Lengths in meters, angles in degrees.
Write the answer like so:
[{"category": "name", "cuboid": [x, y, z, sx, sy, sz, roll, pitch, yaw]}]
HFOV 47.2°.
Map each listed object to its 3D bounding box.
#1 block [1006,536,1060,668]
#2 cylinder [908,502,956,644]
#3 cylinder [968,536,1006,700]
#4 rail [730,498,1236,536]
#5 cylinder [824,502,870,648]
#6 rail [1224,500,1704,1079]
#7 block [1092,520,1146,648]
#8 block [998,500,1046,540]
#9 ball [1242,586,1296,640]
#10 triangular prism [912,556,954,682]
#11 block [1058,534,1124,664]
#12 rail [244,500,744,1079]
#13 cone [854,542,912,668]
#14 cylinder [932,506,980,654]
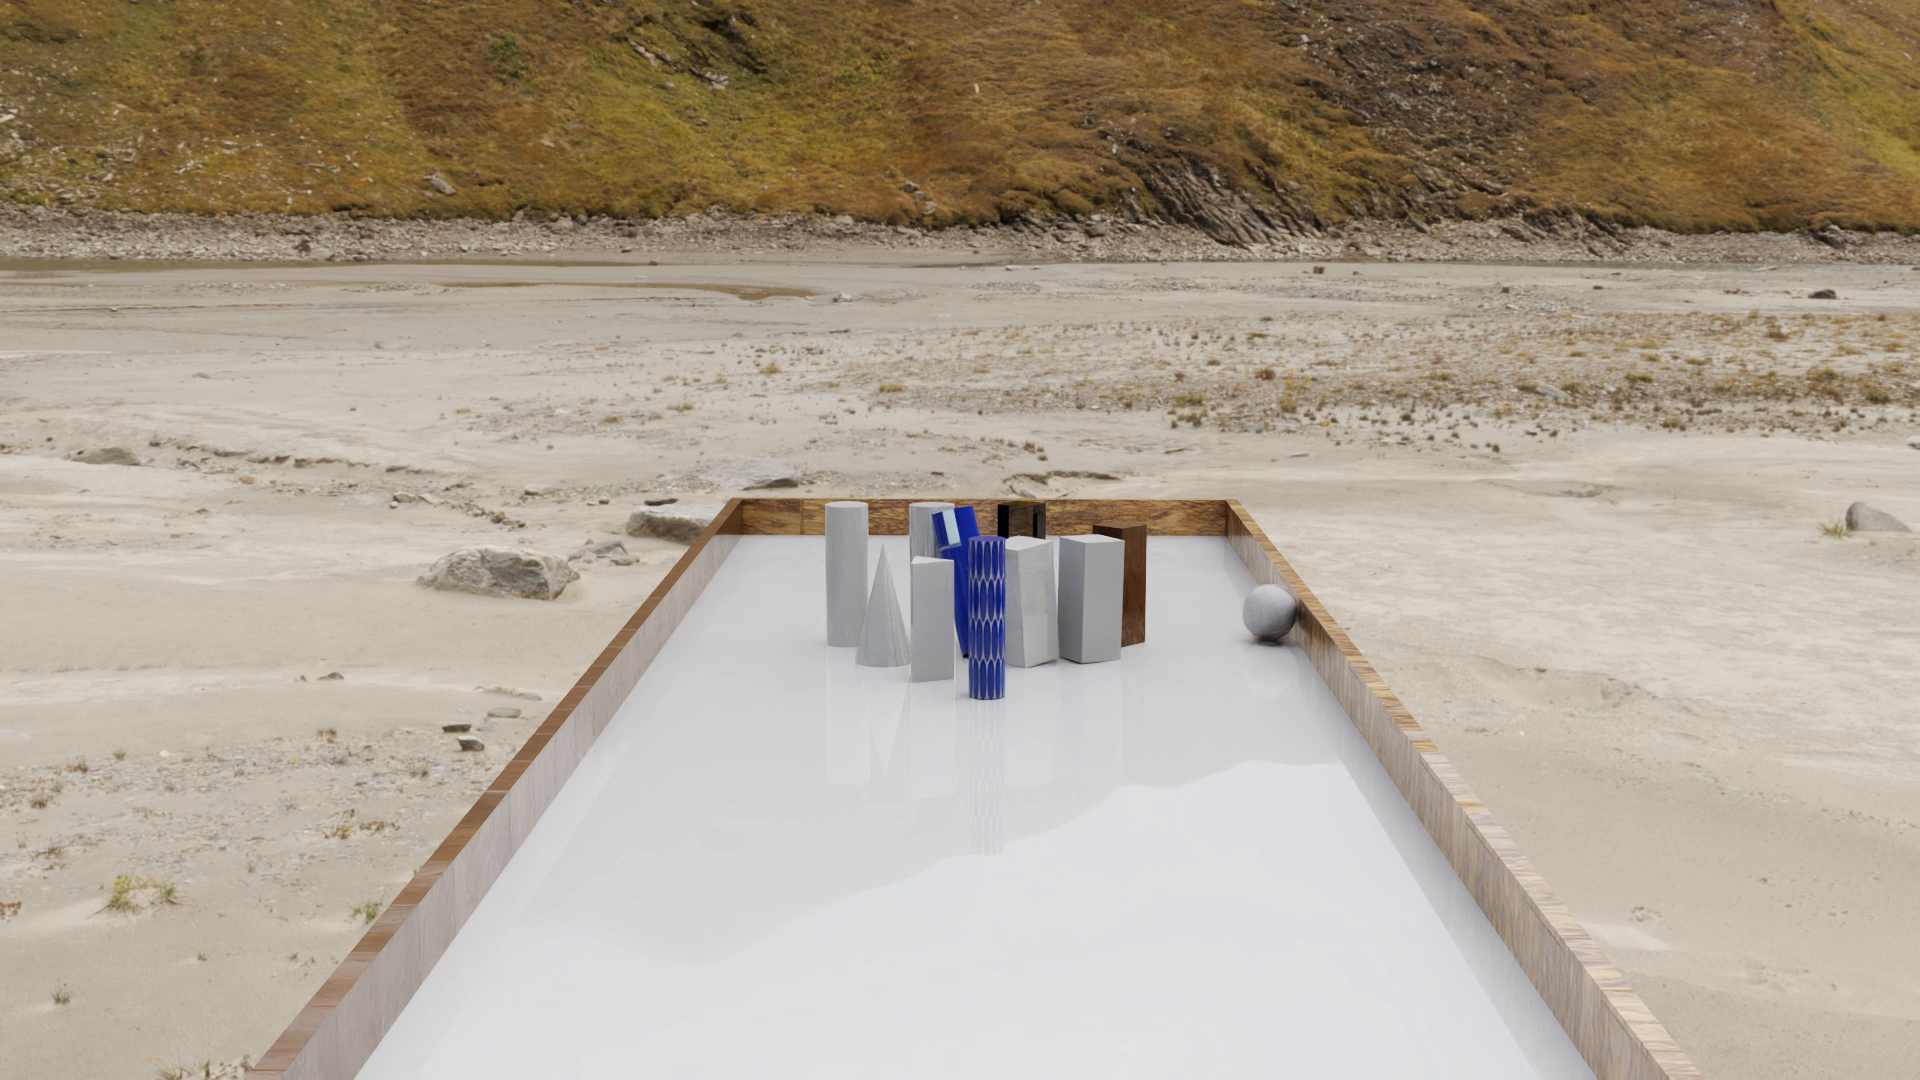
[{"category": "block", "cuboid": [0.187, 0.186, 6.640, 0.145, 0.363, 0.145, -15, 17, -41]}, {"category": "cylinder", "cuboid": [-0.087, 0.106, 6.922, 0.144, 0.439, 0.144, 0, 7, 0]}, {"category": "cylinder", "cuboid": [0.076, 0.219, 6.188, 0.104, 0.451, 0.104, 0, 9, 0]}, {"category": "rail", "cuboid": [0.099, -0.098, 9.147, 2.100, 0.150, 0.050, 0, 9, 1]}, {"category": "cylinder", "cuboid": [-0.355, 0.107, 6.919, 0.136, 0.443, 0.136, 0, 9, 0]}, {"category": "rail", "cuboid": [1.046, 0.843, 3.208, 0.050, 0.150, 12.000, 0, 9, 1]}, {"category": "block", "cuboid": [0.502, 0.138, 6.938, 0.121, 0.377, 0.121, 8, 12, 43]}, {"category": "block", "cuboid": [0.193, 0.107, 6.914, 0.110, 0.445, 0.110, 6, 11, 32]}, {"category": "ball", "cuboid": [0.984, 0.231, 6.995, 0.174, 0.174, 0.174, 0, 9, 0]}, {"category": "triangular prism", "cuboid": [-0.103, 0.229, 6.444, 0.135, 0.351, 0.117, -4, 10, -25]}, {"category": "block", "cuboid": [0.397, 0.177, 6.705, 0.142, 0.367, 0.142, -4, 10, -30]}, {"category": "rail", "cuboid": [-1.004, 0.839, 3.234, 0.050, 0.150, 12.000, 0, 9, 1]}, {"category": "cone", "cuboid": [-0.231, 0.186, 6.656, 0.179, 0.370, 0.179, 0, 9, 0]}, {"category": "cylinder", "cuboid": [0.023, 0.124, 6.765, 0.133, 0.439, 0.133, -12, -3, -1]}]
